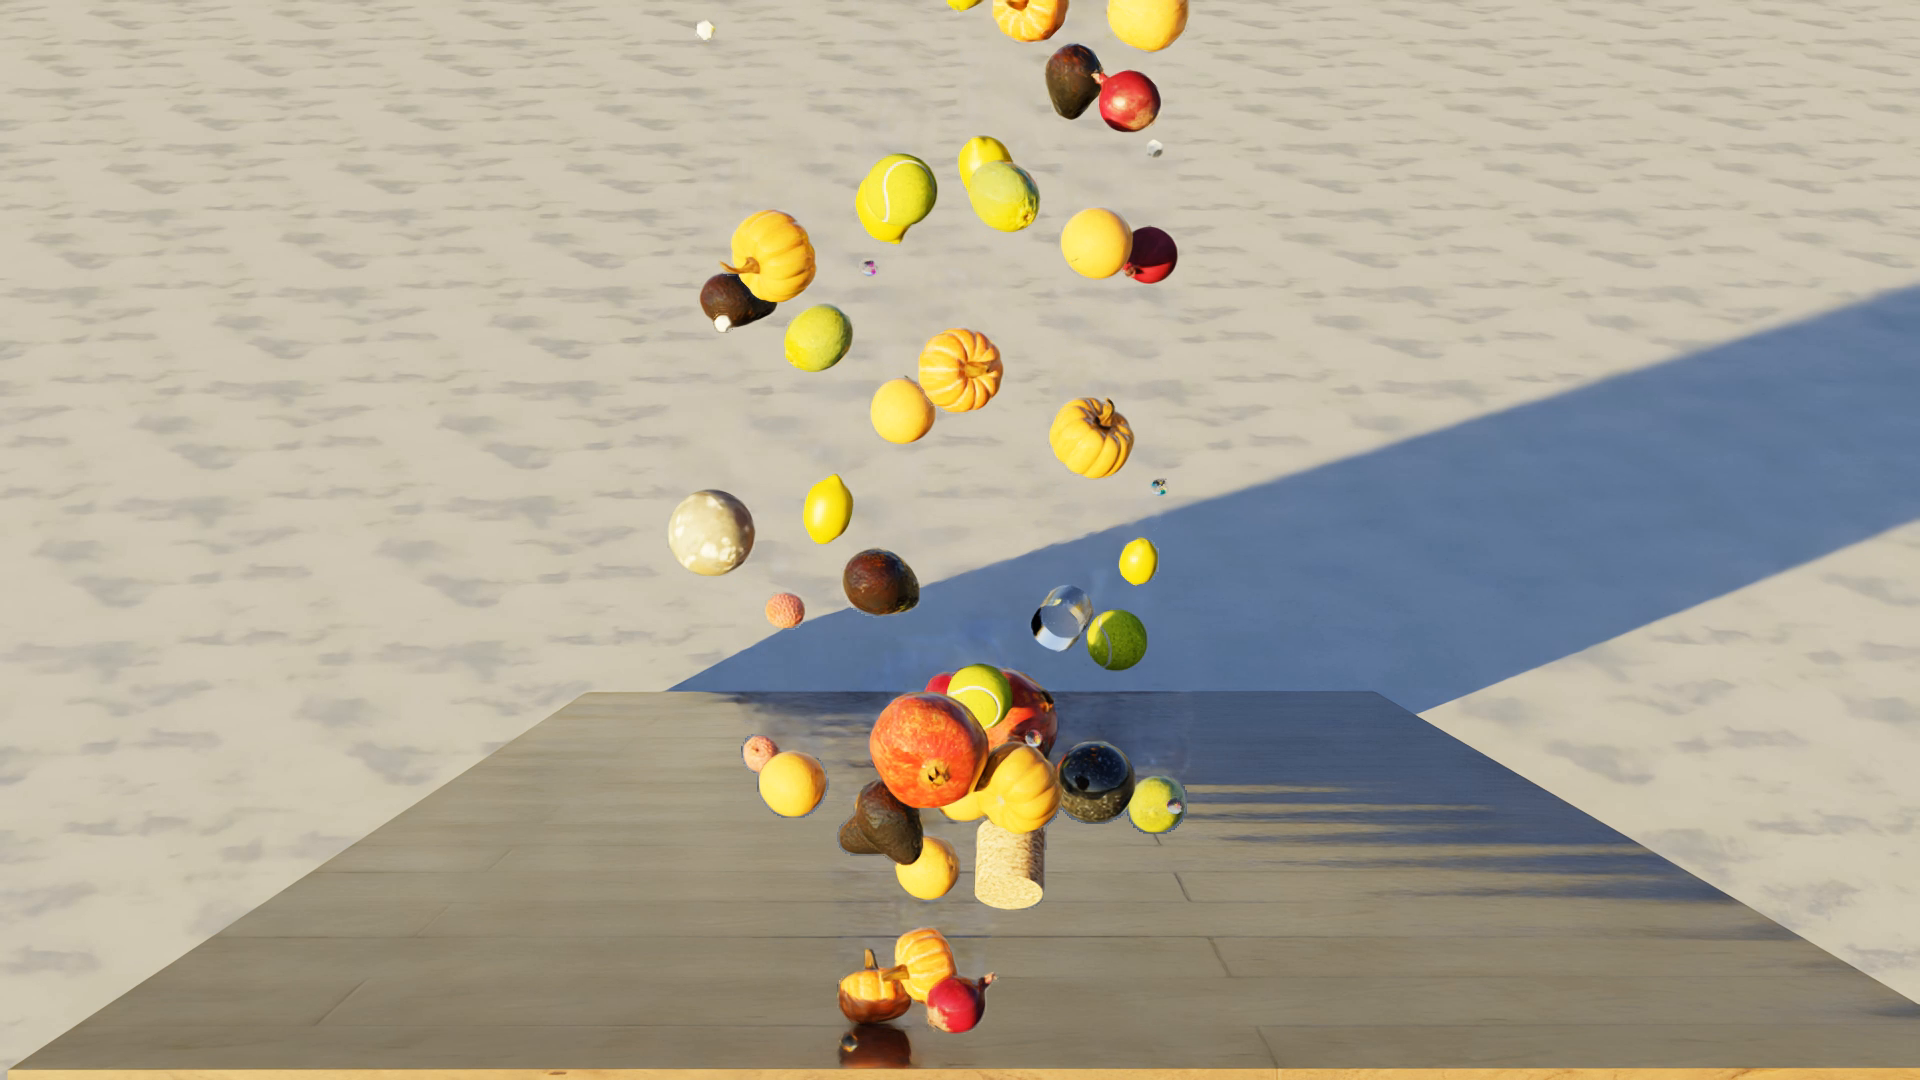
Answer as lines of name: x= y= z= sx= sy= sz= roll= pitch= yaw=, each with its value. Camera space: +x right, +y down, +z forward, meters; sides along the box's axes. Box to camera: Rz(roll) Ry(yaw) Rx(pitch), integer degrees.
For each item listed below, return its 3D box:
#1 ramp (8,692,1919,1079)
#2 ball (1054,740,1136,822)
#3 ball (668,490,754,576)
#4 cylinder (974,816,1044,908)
ramp: x=0.056 y=0.504 z=4.548 sx=2.000 sy=0.100 sz=4.000 roll=0 pitch=2 yaw=0
ball: x=0.139 y=0.248 z=2.647 sx=0.084 sy=0.084 sz=0.084 roll=0 pitch=24 yaw=0
ball: x=-0.265 y=-0.008 z=2.751 sx=0.092 sy=0.092 sz=0.092 roll=0 pitch=24 yaw=0
cylinder: x=0.052 y=0.339 z=2.705 sx=0.071 sy=0.071 sz=0.071 roll=1 pitch=53 yaw=3
